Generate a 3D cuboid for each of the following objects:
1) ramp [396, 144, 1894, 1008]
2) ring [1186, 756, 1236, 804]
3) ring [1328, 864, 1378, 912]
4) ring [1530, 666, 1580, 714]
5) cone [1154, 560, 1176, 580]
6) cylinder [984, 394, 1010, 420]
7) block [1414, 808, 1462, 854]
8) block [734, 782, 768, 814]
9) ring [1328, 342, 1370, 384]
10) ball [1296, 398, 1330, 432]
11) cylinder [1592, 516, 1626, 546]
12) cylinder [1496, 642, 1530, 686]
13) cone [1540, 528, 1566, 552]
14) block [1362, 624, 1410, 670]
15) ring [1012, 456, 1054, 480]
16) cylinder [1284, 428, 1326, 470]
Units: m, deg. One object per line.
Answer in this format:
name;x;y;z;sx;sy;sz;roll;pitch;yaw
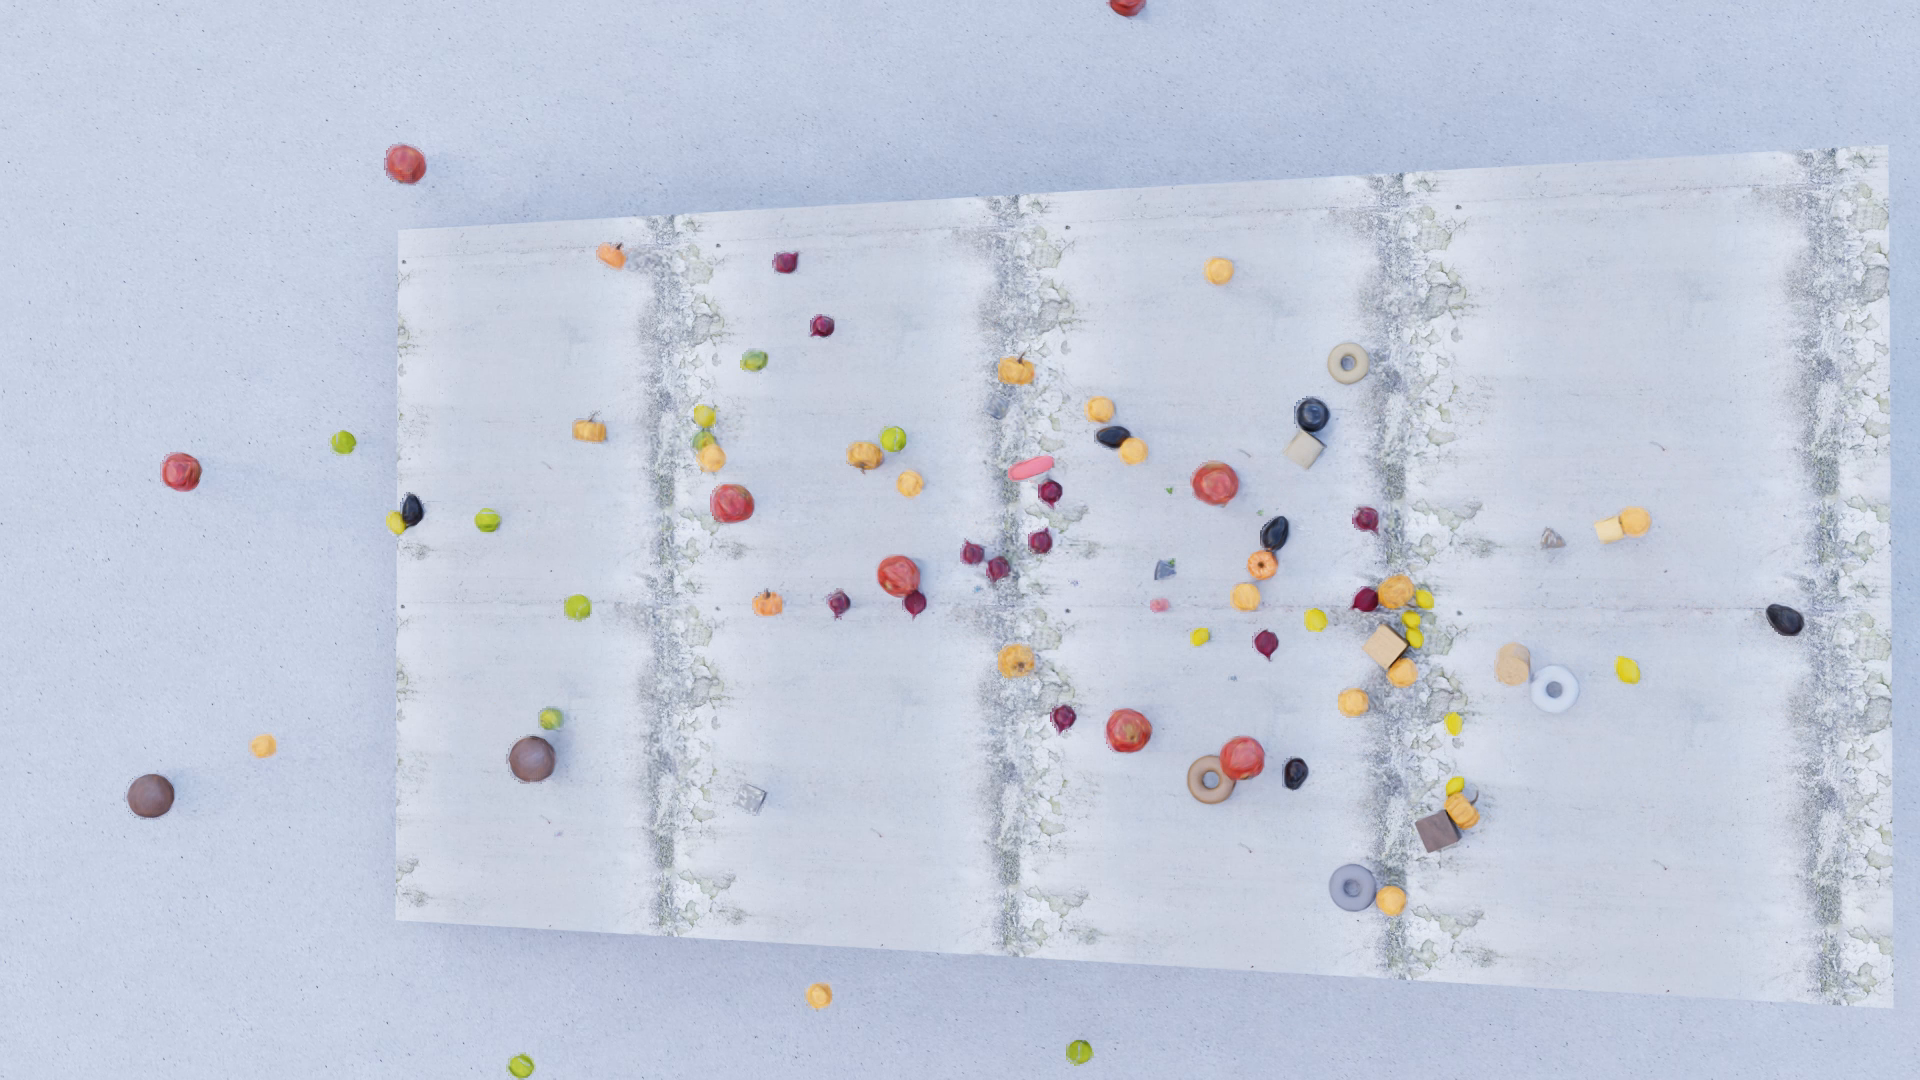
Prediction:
ramp;0.278;0.092;5.781;4.000;0.100;2.000;0;89;19
ring;0.637;0.609;5.577;0.127;0.042;0.127;-2;85;20
ring;0.976;0.864;5.461;0.120;0.040;0.120;0;90;18
ring;1.436;0.361;5.312;0.116;0.039;0.116;0;90;18
cone;0.532;0.079;5.630;0.054;0.054;0.054;6;89;-15
cylinder;0.099;-0.349;5.766;0.054;0.054;0.054;26;100;0
block;1.169;0.709;5.375;0.081;0.081;0.081;-26;81;17
block;-0.565;0.698;5.946;0.063;0.063;0.063;24;84;4
ring;0.968;-0.441;5.484;0.105;0.035;0.105;0;90;18
ball;0.880;-0.312;5.486;0.084;0.084;0.084;0;89;0
cylinder;1.556;-0.022;5.267;0.056;0.056;0.056;-32;89;33
cylinder;1.337;0.300;5.312;0.077;0.077;0.077;7;116;14
cone;1.443;0.008;5.321;0.058;0.058;0.058;18;89;-9
block;1.051;0.262;5.422;0.080;0.080;0.080;42;102;15
ring;0.188;-0.188;5.698;0.118;0.118;0.039;-21;94;0
cylinder;0.861;-0.227;5.494;0.076;0.076;0.076;36;100;0
